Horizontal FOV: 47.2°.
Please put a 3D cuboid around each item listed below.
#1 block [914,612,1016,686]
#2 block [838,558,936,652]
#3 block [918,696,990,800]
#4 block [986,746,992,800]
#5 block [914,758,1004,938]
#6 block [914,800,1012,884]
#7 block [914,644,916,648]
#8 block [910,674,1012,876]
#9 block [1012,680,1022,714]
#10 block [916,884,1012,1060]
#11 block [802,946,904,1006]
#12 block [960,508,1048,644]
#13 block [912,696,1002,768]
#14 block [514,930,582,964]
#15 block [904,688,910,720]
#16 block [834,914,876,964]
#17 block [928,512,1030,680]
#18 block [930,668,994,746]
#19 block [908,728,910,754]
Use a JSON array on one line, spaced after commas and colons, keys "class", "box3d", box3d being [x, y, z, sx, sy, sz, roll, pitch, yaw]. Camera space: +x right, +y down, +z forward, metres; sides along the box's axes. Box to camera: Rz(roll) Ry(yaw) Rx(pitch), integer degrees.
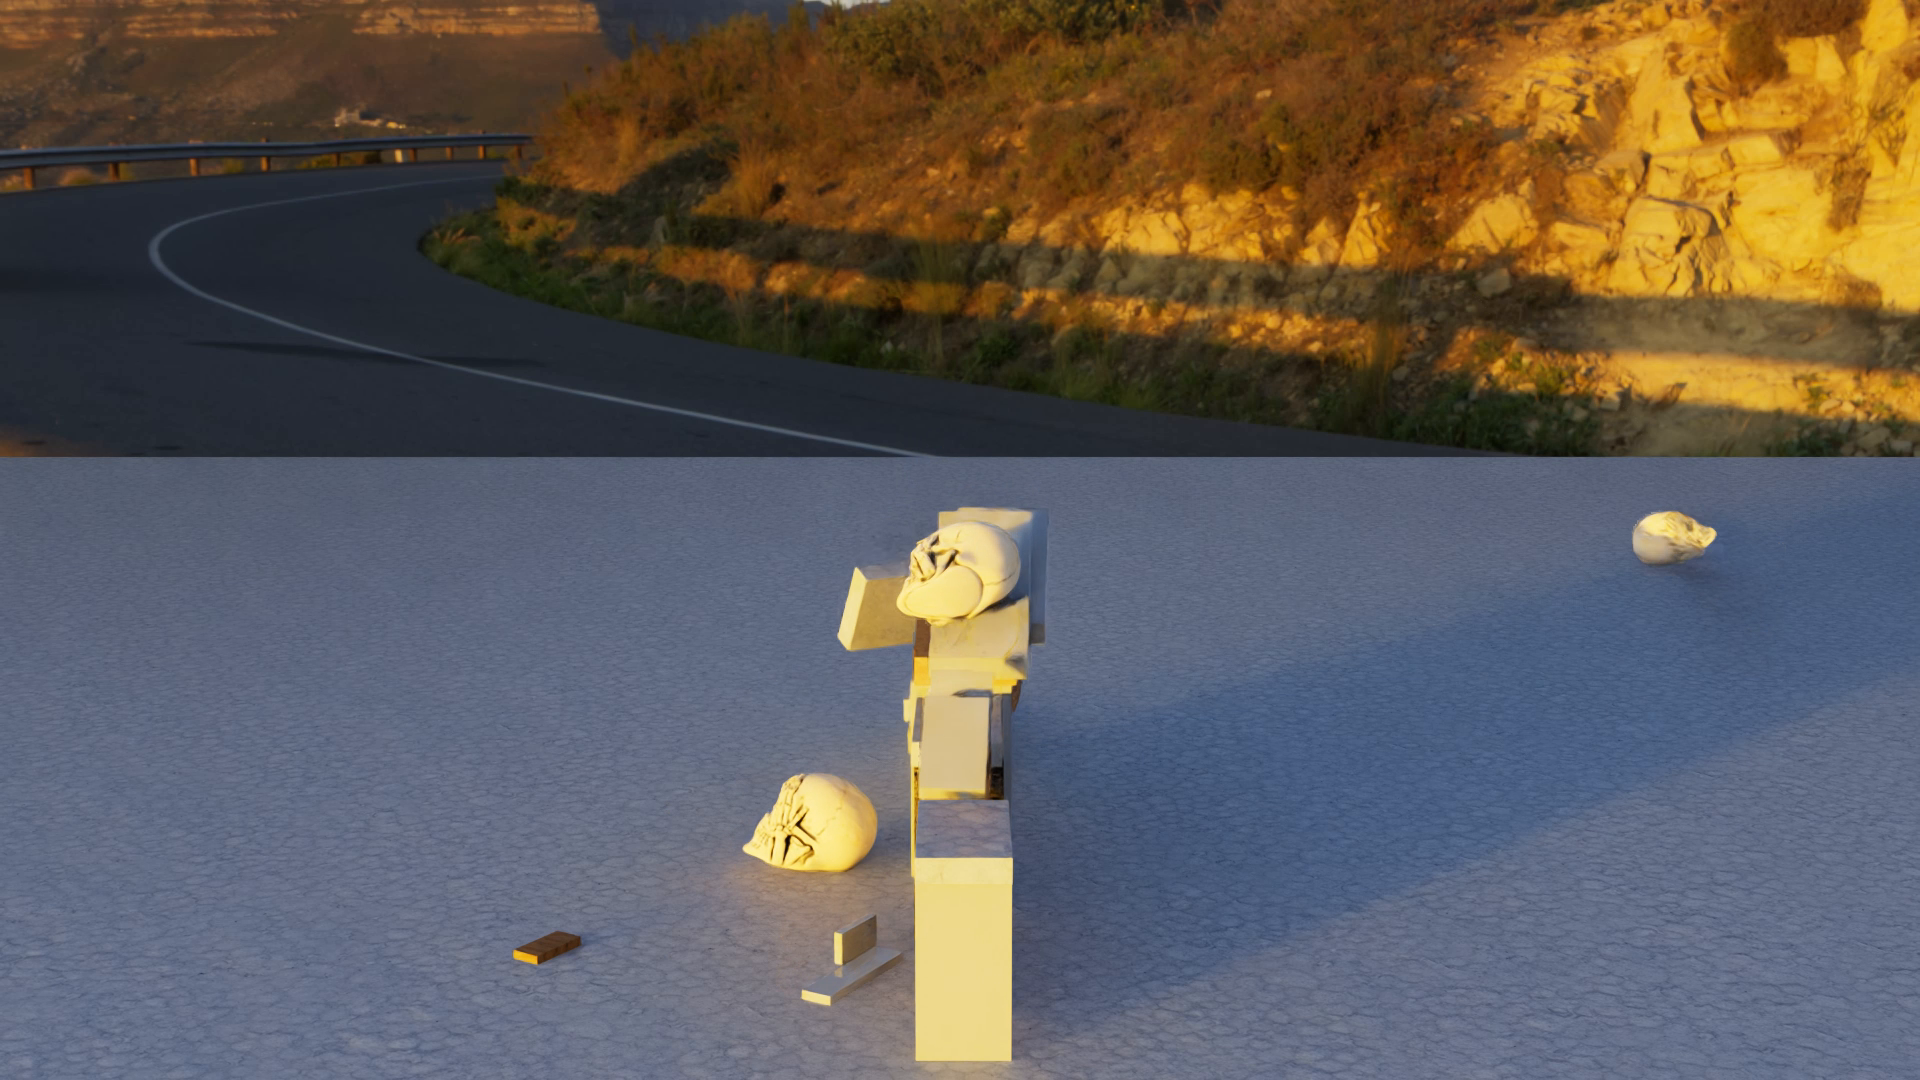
[{"class": "block", "box3d": [0.008, 0.187, 3.833, 0.170, 0.048, 0.340, 0, 11, 0]}, {"class": "block", "box3d": [-0.066, 0.115, 4.198, 0.323, 0.162, 0.046, -6, 36, -32]}, {"class": "block", "box3d": [-0.008, 0.313, 3.305, 0.098, 0.028, 0.196, 1, 39, 2]}, {"class": "block", "box3d": [-0.004, 0.384, 3.263, 0.098, 0.028, 0.196, 1, 39, 1]}, {"class": "block", "box3d": [-0.001, 0.484, 3.467, 0.140, 0.280, 0.040, 0, 6, 0]}, {"class": "block", "box3d": [0.005, 0.418, 3.062, 0.130, 0.037, 0.261, 0, 11, 0]}, {"class": "block", "box3d": [0.001, 0.360, 3.970, 0.170, 0.340, 0.048, 0, 8, -1]}, {"class": "block", "box3d": [0.002, 0.402, 3.747, 0.170, 0.340, 0.048, 0, 9, 1]}, {"class": "block", "box3d": [0.051, 0.279, 4.521, 0.149, 0.042, 0.299, 23, 12, -1]}, {"class": "block", "box3d": [0.005, 0.581, 3.004, 0.130, 0.261, 0.037, 0, 11, 0]}, {"class": "block", "box3d": [-0.159, 0.652, 3.296, 0.049, 0.014, 0.203, 6, 12, 30]}, {"class": "block", "box3d": [0.072, 0.059, 3.868, 0.162, 0.046, 0.323, 1, 38, 3]}, {"class": "block", "box3d": [-0.004, 0.307, 3.541, 0.140, 0.040, 0.280, 0, 10, 1]}, {"class": "block", "box3d": [-0.639, 0.631, 3.408, 0.049, 0.014, 0.098, 7, 12, 32]}, {"class": "block", "box3d": [-0.023, 0.313, 4.576, 0.149, 0.042, 0.341, 1, 11, 5]}, {"class": "block", "box3d": [-0.161, 0.616, 3.396, 0.014, 0.049, 0.098, 6, 12, 30]}, {"class": "block", "box3d": [0.037, 0.089, 3.756, 0.162, 0.046, 0.392, 1, 38, 2]}, {"class": "block", "box3d": [-0.003, 0.321, 3.375, 0.098, 0.028, 0.279, 2, 51, 2]}, {"class": "block", "box3d": [-0.021, 0.373, 4.482, 0.152, 0.043, 0.303, 0, 11, 2]}]
